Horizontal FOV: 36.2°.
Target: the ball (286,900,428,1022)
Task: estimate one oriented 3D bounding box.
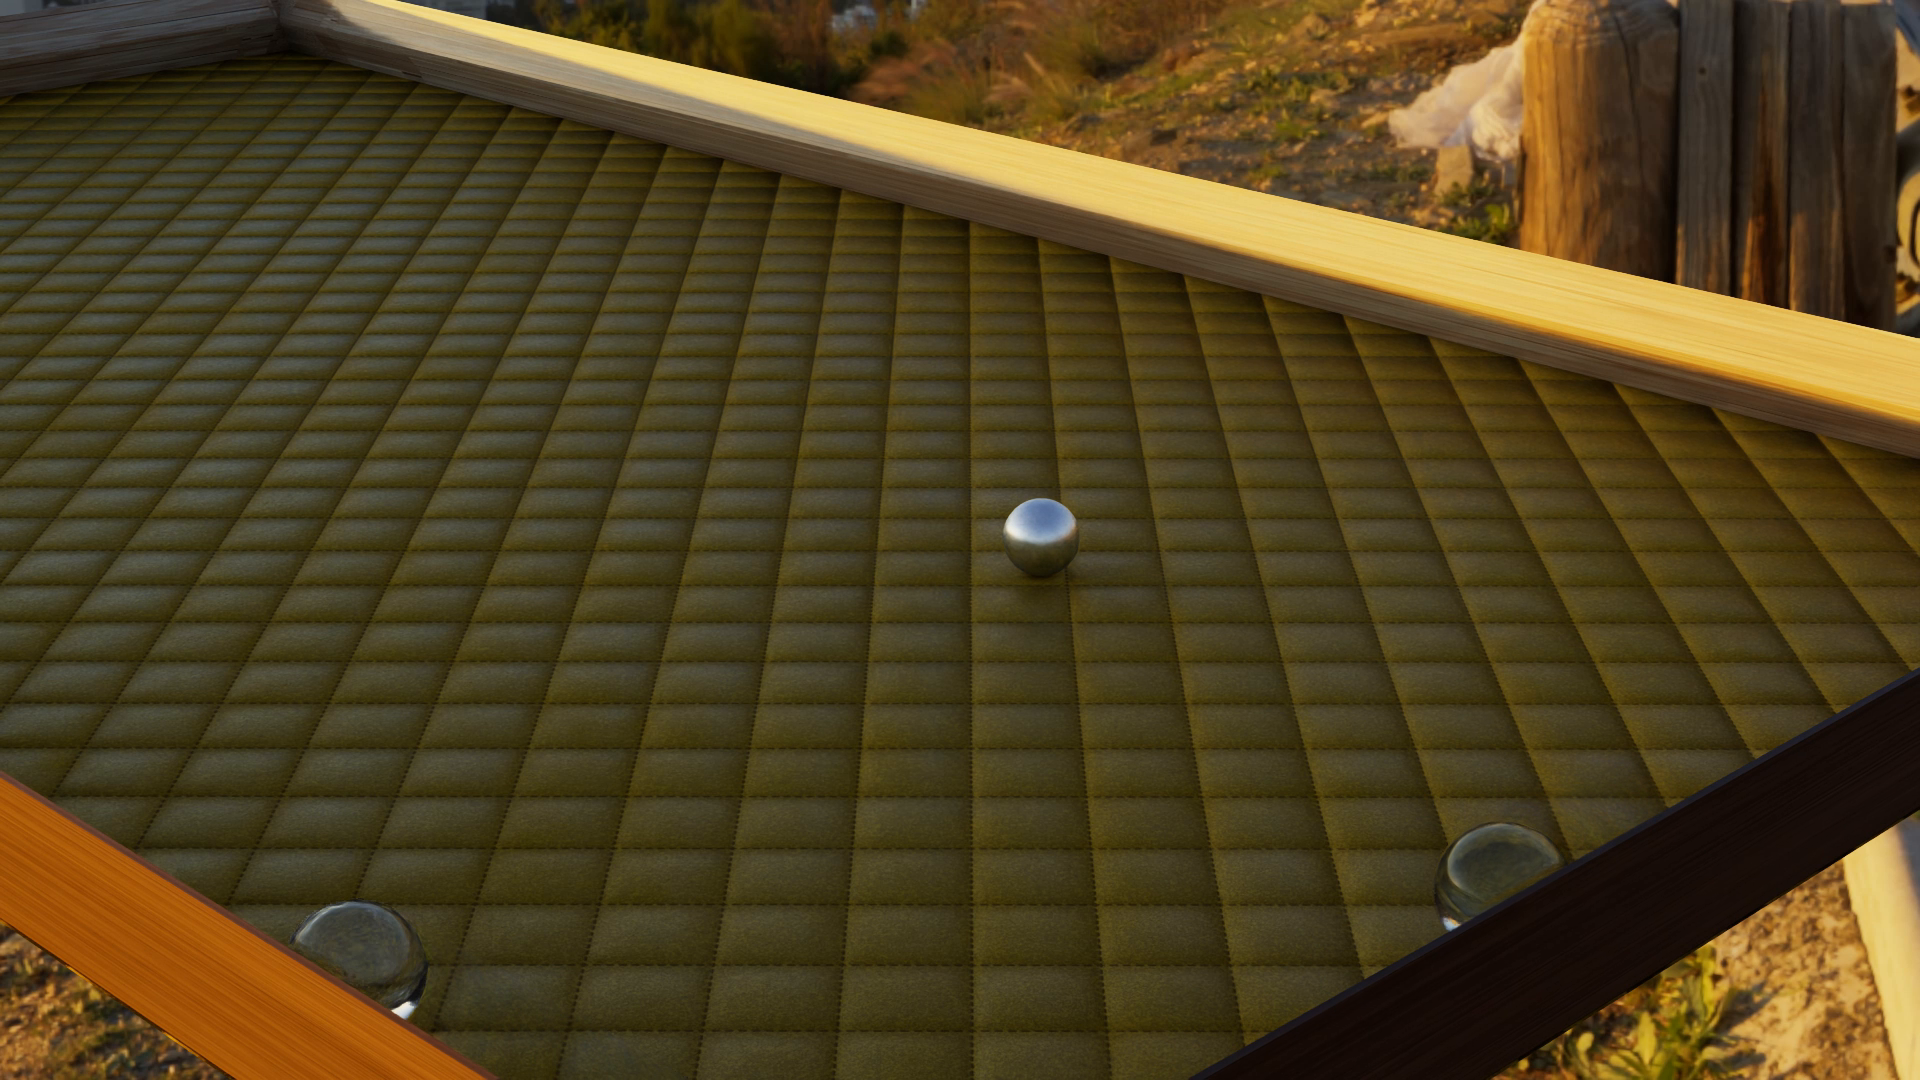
[{"bbox_3d":[-0.393,0.280,1.909,0.093,0.093,0.093,0,21,0],"label":"ball"}]

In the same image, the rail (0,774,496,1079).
[{"bbox_3d":[-1.248,-0.004,2.618,0.045,0.123,3.401,-19,28,-41],"label":"rail"}]

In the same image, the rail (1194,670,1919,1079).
[{"bbox_3d":[0.583,0.187,2.111,1.877,0.123,0.045,-19,28,-41],"label":"rail"}]

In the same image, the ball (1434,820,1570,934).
[{"bbox_3d":[0.372,0.240,2.014,0.095,0.095,0.095,0,21,0],"label":"ball"}]

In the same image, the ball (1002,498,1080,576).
[{"bbox_3d":[0.074,-0.003,2.690,0.071,0.071,0.071,0,21,0],"label":"ball"}]

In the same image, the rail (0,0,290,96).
[{"bbox_3d":[-1.783,-0.651,4.334,1.877,0.123,0.045,-19,28,-41],"label":"rail"}]

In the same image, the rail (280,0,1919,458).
[{"bbox_3d":[0.048,-0.460,3.827,0.045,0.123,3.401,-19,28,-41],"label":"rail"}]
